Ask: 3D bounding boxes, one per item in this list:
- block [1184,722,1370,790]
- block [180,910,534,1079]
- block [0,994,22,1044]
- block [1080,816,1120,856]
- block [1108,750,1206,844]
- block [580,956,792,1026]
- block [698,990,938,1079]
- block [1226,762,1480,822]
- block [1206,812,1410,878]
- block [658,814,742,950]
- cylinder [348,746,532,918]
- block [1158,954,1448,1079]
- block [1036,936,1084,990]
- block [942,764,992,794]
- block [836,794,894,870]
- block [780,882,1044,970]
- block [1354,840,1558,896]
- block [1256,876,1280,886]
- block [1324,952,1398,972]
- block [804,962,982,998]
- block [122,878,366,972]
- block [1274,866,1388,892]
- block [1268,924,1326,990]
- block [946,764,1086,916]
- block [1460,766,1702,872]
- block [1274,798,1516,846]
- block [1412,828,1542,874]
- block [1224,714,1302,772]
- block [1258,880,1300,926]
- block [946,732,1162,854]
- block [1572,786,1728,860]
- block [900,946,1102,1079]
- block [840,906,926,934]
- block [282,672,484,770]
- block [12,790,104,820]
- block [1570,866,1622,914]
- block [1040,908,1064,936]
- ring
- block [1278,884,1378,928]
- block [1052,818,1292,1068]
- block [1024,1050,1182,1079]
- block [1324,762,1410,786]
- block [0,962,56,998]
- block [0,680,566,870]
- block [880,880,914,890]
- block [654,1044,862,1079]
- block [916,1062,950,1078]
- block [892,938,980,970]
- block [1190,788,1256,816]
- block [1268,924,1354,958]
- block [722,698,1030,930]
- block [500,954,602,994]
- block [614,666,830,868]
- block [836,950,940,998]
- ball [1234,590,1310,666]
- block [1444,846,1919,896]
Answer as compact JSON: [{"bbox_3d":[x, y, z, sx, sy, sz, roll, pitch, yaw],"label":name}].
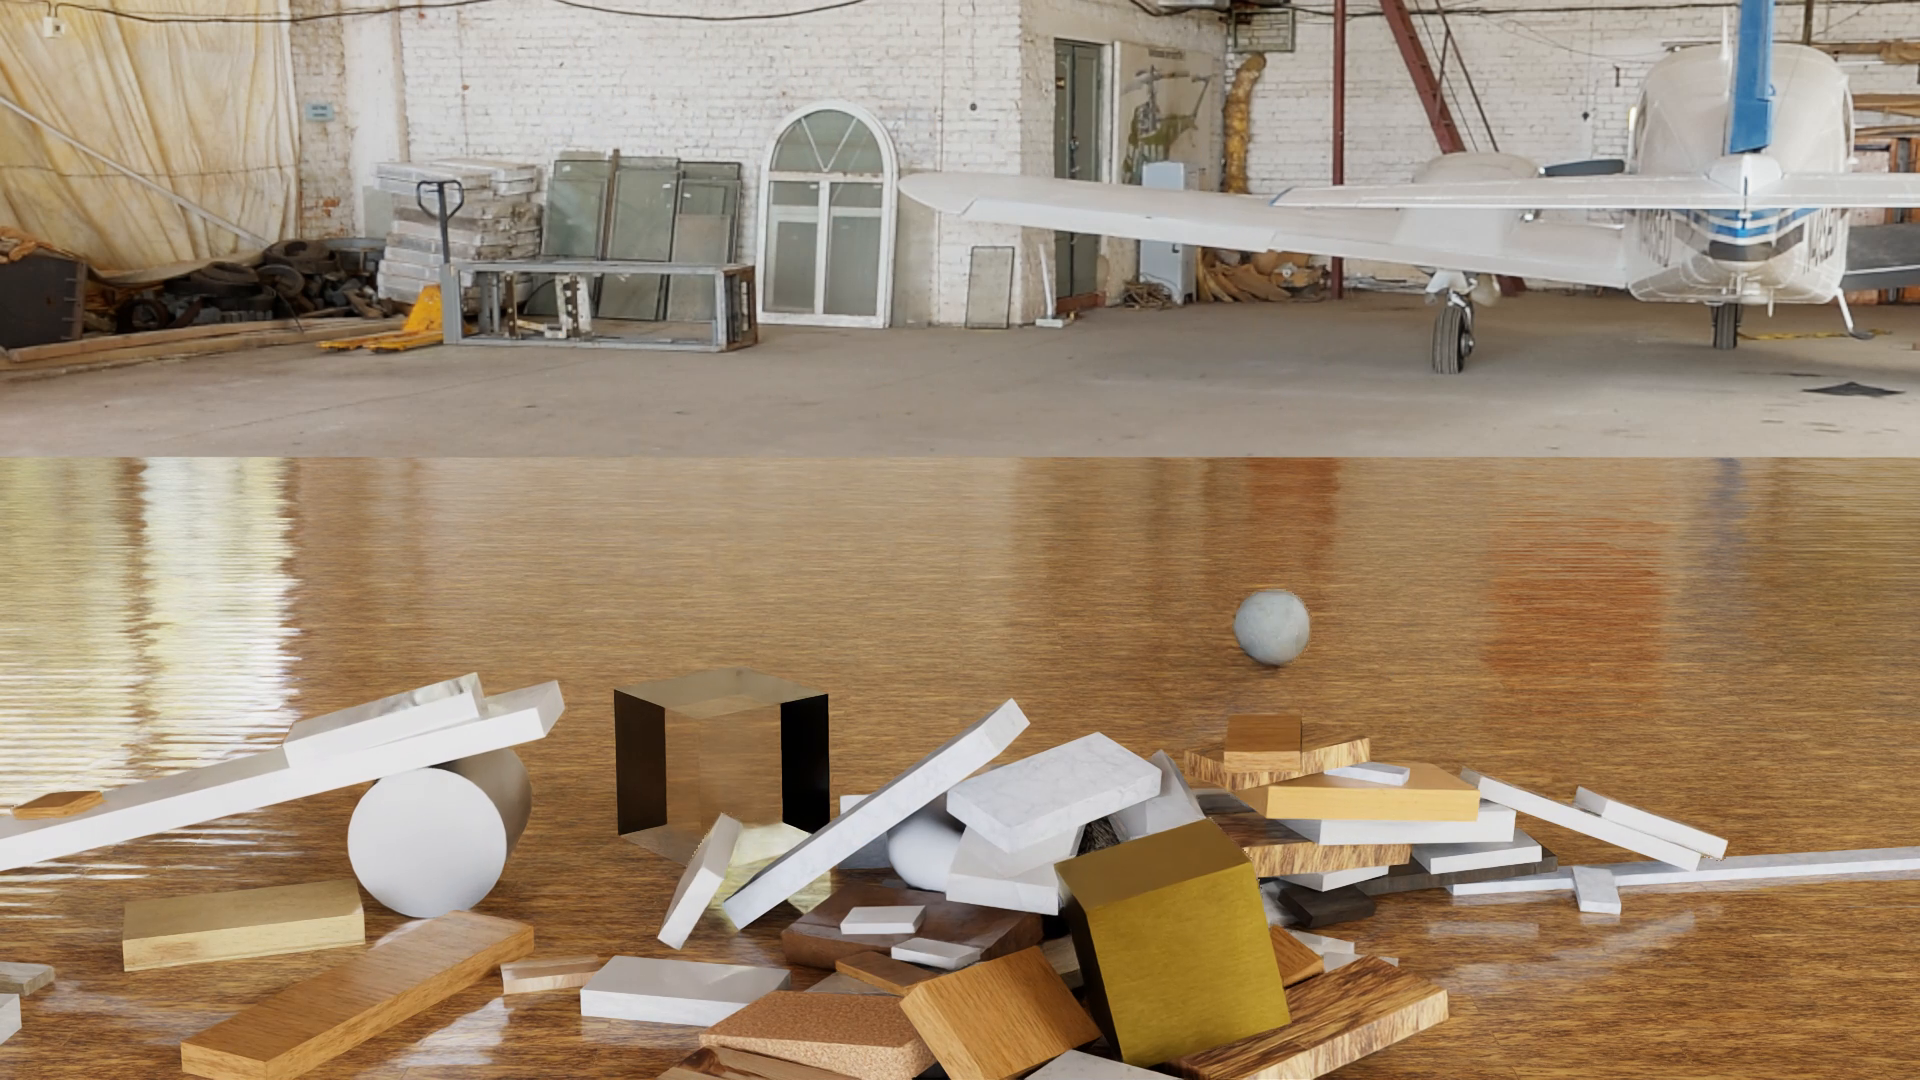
[{"bbox_3d":[0.511,0.347,3.535,0.269,0.038,0.135,-8,11,-29],"label":"block"},{"bbox_3d":[-0.856,0.657,3.190,0.152,0.043,0.573,5,12,26],"label":"block"},{"bbox_3d":[-1.431,0.698,2.950,0.176,0.050,0.353,1,11,4],"label":"block"},{"bbox_3d":[0.236,0.488,3.530,0.114,0.032,0.229,43,11,-13],"label":"block"},{"bbox_3d":[0.321,0.459,3.507,0.038,0.135,0.269,43,11,-28],"label":"block"},{"bbox_3d":[-0.397,0.658,3.198,0.274,0.039,0.137,2,11,12],"label":"block"},{"bbox_3d":[-0.167,0.666,2.962,0.336,0.048,0.168,-5,8,34],"label":"block"},{"bbox_3d":[0.635,0.405,3.563,0.360,0.051,0.180,3,8,-14],"label":"block"},{"bbox_3d":[0.523,0.494,3.601,0.404,0.051,0.180,0,9,-30],"label":"block"},{"bbox_3d":[-0.416,0.545,3.534,0.039,0.137,0.274,31,9,-5],"label":"block"},{"bbox_3d":[-0.858,0.464,3.653,0.254,0.254,0.254,0,11,-2],"label":"cylinder"},{"bbox_3d":[0.467,0.668,2.991,0.384,0.044,0.154,-15,17,-29],"label":"block"},{"bbox_3d":[0.189,0.619,3.263,0.203,0.029,0.102,-12,18,-21],"label":"block"},{"bbox_3d":[0.075,0.401,3.654,0.229,0.032,0.114,2,5,9],"label":"block"},{"bbox_3d":[-0.150,0.493,3.712,0.110,0.031,0.220,-1,-33,-6],"label":"block"},{"bbox_3d":[-0.073,0.596,3.327,0.357,0.051,0.179,0,18,34],"label":"block"},{"bbox_3d":[0.786,0.555,3.698,0.418,0.027,0.095,-6,11,-8],"label":"block"},{"bbox_3d":[0.462,0.561,3.616,0.199,0.028,0.099,-6,43,-29],"label":"block"},{"bbox_3d":[0.577,0.660,3.209,0.110,0.031,0.220,3,11,14],"label":"block"},{"bbox_3d":[-0.081,0.640,3.115,0.274,0.039,0.137,-9,3,26],"label":"block"},{"bbox_3d":[-1.126,0.603,3.461,0.353,0.050,0.176,-4,11,-19],"label":"block"},{"bbox_3d":[0.612,0.539,3.617,0.095,0.027,0.191,11,10,43],"label":"block"},{"bbox_3d":[0.398,0.632,3.135,0.220,0.031,0.110,-24,28,-21],"label":"block"},{"bbox_3d":[0.098,0.459,3.404,0.168,0.048,0.336,6,24,11],"label":"block"},{"bbox_3d":[1.045,0.472,3.721,0.395,0.033,0.116,19,2,-3],"label":"block"},{"bbox_3d":[0.713,0.452,3.641,0.360,0.051,0.180,2,8,-20],"label":"block"},{"bbox_3d":[0.867,0.522,3.693,0.191,0.027,0.095,-6,11,-7],"label":"block"},{"bbox_3d":[0.482,0.321,3.484,0.116,0.033,0.231,-2,9,10],"label":"block"},{"bbox_3d":[0.511,0.587,3.546,0.152,0.022,0.076,-8,37,-37],"label":"block"},{"bbox_3d":[0.149,0.392,3.445,0.308,0.044,0.154,-16,29,-34],"label":"block"},{"bbox_3d":[1.182,0.484,3.770,0.231,0.033,0.116,19,2,-10],"label":"block"},{"bbox_3d":[0.058,0.637,2.916,0.154,0.044,0.308,52,24,20],"label":"block"},{"bbox_3d":[-0.115,0.572,3.312,0.117,0.017,0.059,-5,16,20],"label":"block"},{"bbox_3d":[-0.930,0.291,3.564,0.303,0.043,0.152,-16,10,-7],"label":"block"},{"bbox_3d":[-1.482,0.436,3.614,0.145,0.021,0.072,-7,13,36],"label":"block"},{"bbox_3d":[1.050,0.578,3.633,0.063,0.018,0.126,4,18,7],"label":"block"},{"bbox_3d":[0.041,0.598,3.537,0.228,0.032,0.114,9,14,40],"label":"block"},{"bbox_3d":[0.052,0.500,3.548,0.345,0.115,0.345,6,14,-2],"label":"ring"},{"bbox_3d":[0.592,0.584,3.540,0.152,0.022,0.076,-1,28,-38],"label":"block"},{"bbox_3d":[0.284,0.546,2.995,0.230,0.230,0.230,-15,9,-6],"label":"block"},{"bbox_3d":[0.245,0.733,2.758,0.357,0.051,0.179,7,13,33],"label":"block"},{"bbox_3d":[0.658,0.373,3.554,0.126,0.018,0.063,7,8,21],"label":"block"},{"bbox_3d":[-1.436,0.652,3.279,0.145,0.021,0.072,2,11,12],"label":"block"},{"bbox_3d":[-1.270,0.423,3.591,1.256,0.050,0.176,-14,10,3],"label":"block"},{"bbox_3d":[-0.052,0.573,3.522,0.160,0.023,0.080,2,11,13],"label":"block"},{"bbox_3d":[-0.187,0.731,2.781,0.428,0.048,0.168,5,12,27],"label":"block"},{"bbox_3d":[-0.038,0.686,2.977,0.076,0.021,0.151,1,11,3],"label":"block"},{"bbox_3d":[-0.035,0.594,3.158,0.117,0.017,0.058,2,8,38],"label":"block"},{"bbox_3d":[0.409,0.498,3.790,0.269,0.135,0.038,-1,8,-4],"label":"block"},{"bbox_3d":[0.523,0.629,3.398,0.152,0.022,0.076,7,12,32],"label":"block"},{"bbox_3d":[-0.135,0.436,3.493,0.540,0.051,0.179,-36,-2,20],"label":"block"},{"bbox_3d":[-0.612,0.649,3.293,0.145,0.021,0.072,-3,11,-16],"label":"block"},{"bbox_3d":[-0.425,0.403,3.929,0.273,0.273,0.273,-9,14,-39],"label":"block"},{"bbox_3d":[-0.103,0.616,3.123,0.059,0.017,0.257,-11,3,-24],"label":"block"},{"bbox_3d":[0.743,0.208,5.229,0.181,0.181,0.181,0,11,0],"label":"ball"},{"bbox_3d":[1.301,0.563,3.767,0.982,0.018,0.063,-2,11,-9],"label":"block"}]
